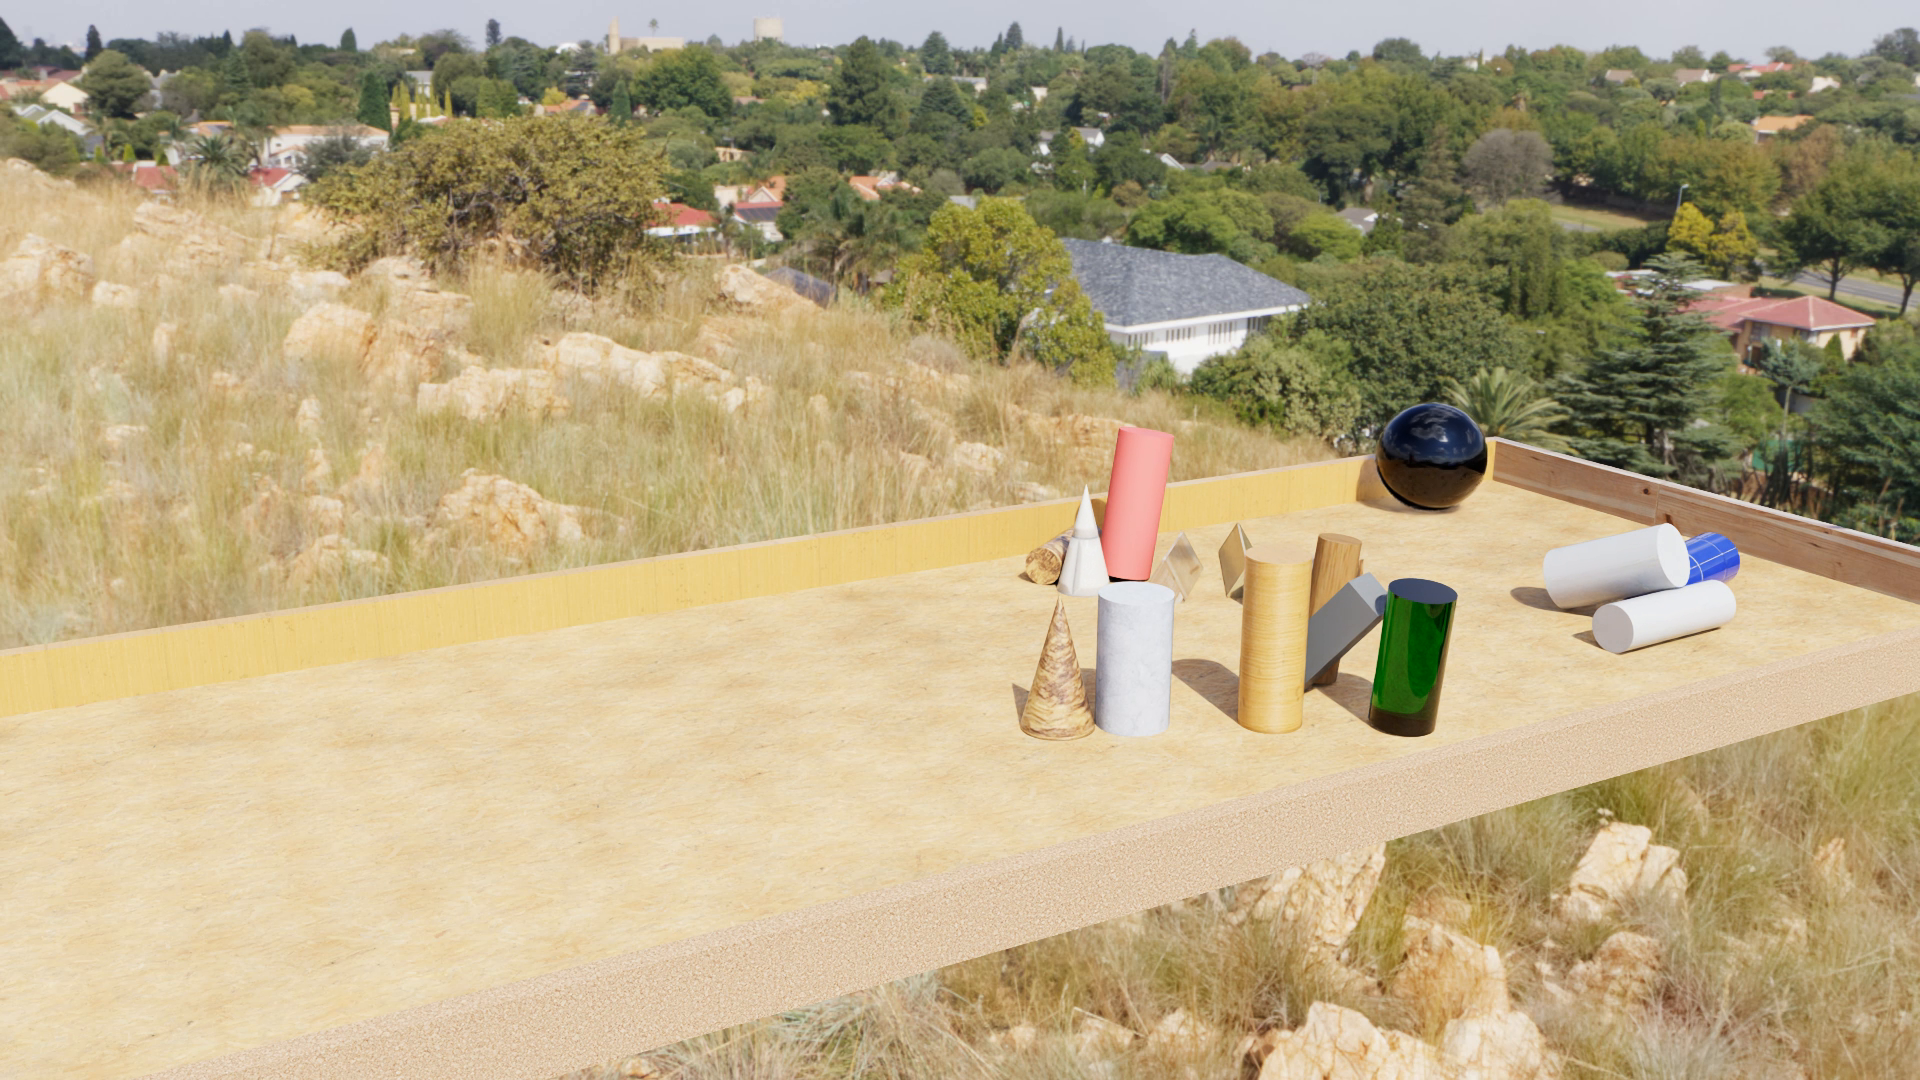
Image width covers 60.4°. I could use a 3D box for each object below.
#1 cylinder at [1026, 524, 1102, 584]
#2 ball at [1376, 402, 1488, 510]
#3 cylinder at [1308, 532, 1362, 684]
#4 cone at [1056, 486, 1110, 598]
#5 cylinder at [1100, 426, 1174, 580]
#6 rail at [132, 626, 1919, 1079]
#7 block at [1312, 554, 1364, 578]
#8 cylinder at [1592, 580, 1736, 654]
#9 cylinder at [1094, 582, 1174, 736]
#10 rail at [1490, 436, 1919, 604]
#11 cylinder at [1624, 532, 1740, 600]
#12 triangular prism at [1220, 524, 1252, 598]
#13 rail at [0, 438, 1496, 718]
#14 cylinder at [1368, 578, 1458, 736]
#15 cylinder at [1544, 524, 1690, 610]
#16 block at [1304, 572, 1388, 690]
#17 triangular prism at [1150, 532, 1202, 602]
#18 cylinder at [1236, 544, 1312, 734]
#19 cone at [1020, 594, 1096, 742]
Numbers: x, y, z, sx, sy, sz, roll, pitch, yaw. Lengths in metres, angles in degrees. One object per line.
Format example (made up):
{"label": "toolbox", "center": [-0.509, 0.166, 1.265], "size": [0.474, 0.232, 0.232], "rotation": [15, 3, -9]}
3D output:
{"label": "cylinder", "center": [0.322, 0.035, 5.034], "size": [0.113, 0.113, 0.345], "rotation": [8, 18, 25]}
{"label": "ball", "center": [1.621, -0.287, 5.670], "size": [0.373, 0.373, 0.373], "rotation": [0, 16, 0]}
{"label": "cylinder", "center": [0.917, 0.171, 4.115], "size": [0.107, 0.361, 0.107], "rotation": [7, 14, -2]}
{"label": "cone", "center": [0.366, -0.010, 4.819], "size": [0.162, 0.321, 0.162], "rotation": [0, 16, 0]}
{"label": "cylinder", "center": [0.522, -0.111, 4.928], "size": [0.166, 0.431, 0.166], "rotation": [8, 12, -2]}
{"label": "rail", "center": [-2.336, 1.006, 1.665], "size": [12.000, 0.150, 0.050], "rotation": [-9, 18, -27]}
{"label": "block", "center": [0.991, 0.123, 4.740], "size": [0.355, 0.111, 0.111], "rotation": [-11, 19, -32]}
{"label": "cylinder", "center": [1.894, 0.203, 4.431], "size": [0.417, 0.131, 0.131], "rotation": [-9, 19, -29]}
{"label": "cylinder", "center": [0.406, 0.276, 3.846], "size": [0.175, 0.321, 0.175], "rotation": [0, 16, 0]}
{"label": "rail", "center": [2.466, -0.048, 5.253], "size": [0.050, 0.150, 2.100], "rotation": [-9, 18, -27]}
{"label": "cylinder", "center": [2.072, 0.097, 4.737], "size": [0.410, 0.162, 0.162], "rotation": [-15, 22, -41]}
{"label": "triangular prism", "center": [0.853, 0.055, 4.985], "size": [0.112, 0.097, 0.456], "rotation": [1, 16, 5]}
{"label": "rail", "center": [-3.305, 0.497, 3.399], "size": [12.000, 0.150, 0.050], "rotation": [-9, 18, -27]}
{"label": "cylinder", "center": [1.047, 0.271, 3.818], "size": [0.155, 0.333, 0.155], "rotation": [3, 21, -1]}
{"label": "cylinder", "center": [1.815, 0.076, 4.569], "size": [0.176, 0.176, 0.335], "rotation": [-16, -1, -43]}
{"label": "block", "center": [0.881, 0.234, 3.961], "size": [0.105, 0.351, 0.105], "rotation": [-18, 64, -47]}
{"label": "triangular prism", "center": [0.628, 0.074, 4.885], "size": [0.135, 0.117, 0.329], "rotation": [5, 17, 17]}
{"label": "cylinder", "center": [0.730, 0.231, 3.836], "size": [0.152, 0.413, 0.152], "rotation": [0, 16, 0]}
{"label": "cone", "center": [0.228, 0.278, 3.821], "size": [0.177, 0.333, 0.177], "rotation": [0, 16, 0]}
